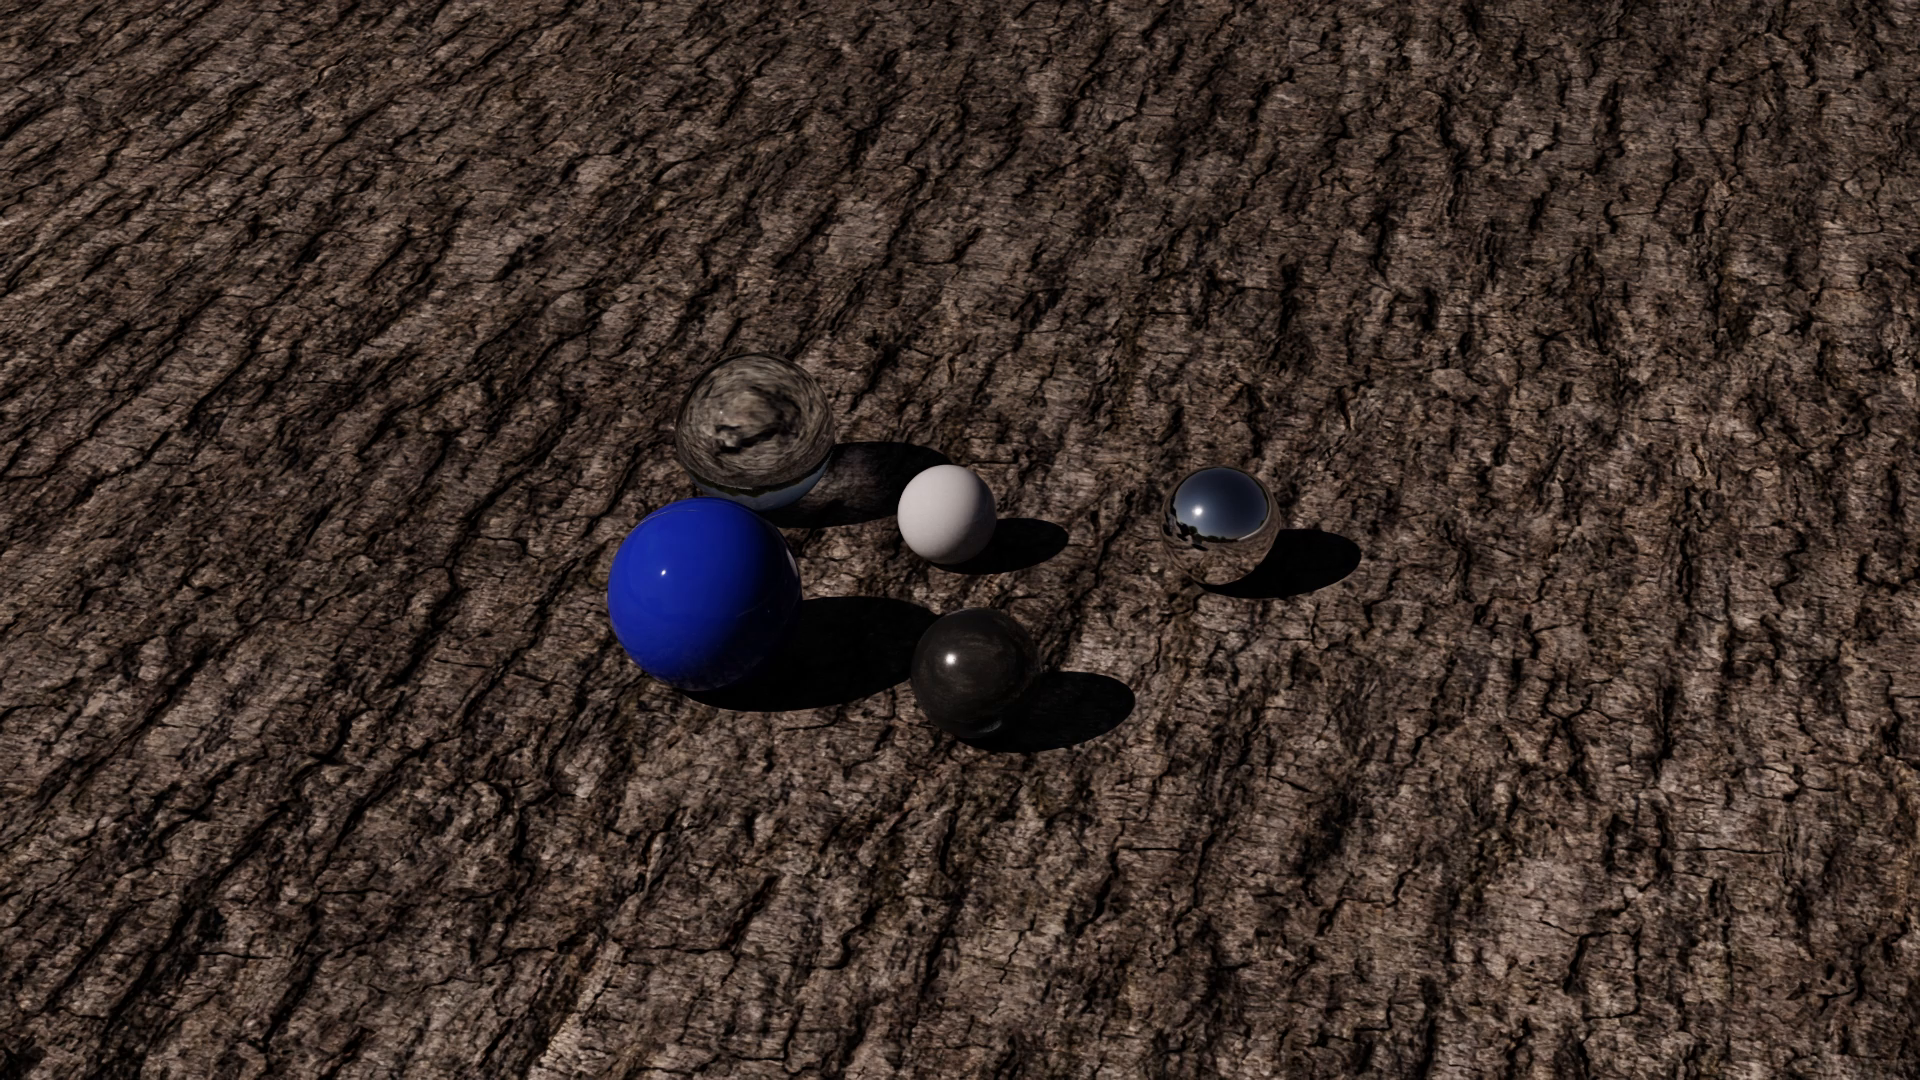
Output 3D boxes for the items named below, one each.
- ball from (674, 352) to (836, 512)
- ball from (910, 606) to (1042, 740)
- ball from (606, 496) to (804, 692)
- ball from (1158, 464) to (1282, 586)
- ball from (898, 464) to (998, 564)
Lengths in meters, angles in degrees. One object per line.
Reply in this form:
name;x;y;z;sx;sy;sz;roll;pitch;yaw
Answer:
ball;-0.113;-0.059;1.621;0.088;0.088;0.088;0;32;0
ball;0.008;0.065;1.442;0.065;0.065;0.065;0;32;0
ball;-0.127;0.027;1.472;0.098;0.098;0.098;0;32;0
ball;0.138;-0.008;1.560;0.065;0.065;0.065;0;32;0
ball;-0.007;-0.014;1.580;0.054;0.054;0.054;0;32;0
